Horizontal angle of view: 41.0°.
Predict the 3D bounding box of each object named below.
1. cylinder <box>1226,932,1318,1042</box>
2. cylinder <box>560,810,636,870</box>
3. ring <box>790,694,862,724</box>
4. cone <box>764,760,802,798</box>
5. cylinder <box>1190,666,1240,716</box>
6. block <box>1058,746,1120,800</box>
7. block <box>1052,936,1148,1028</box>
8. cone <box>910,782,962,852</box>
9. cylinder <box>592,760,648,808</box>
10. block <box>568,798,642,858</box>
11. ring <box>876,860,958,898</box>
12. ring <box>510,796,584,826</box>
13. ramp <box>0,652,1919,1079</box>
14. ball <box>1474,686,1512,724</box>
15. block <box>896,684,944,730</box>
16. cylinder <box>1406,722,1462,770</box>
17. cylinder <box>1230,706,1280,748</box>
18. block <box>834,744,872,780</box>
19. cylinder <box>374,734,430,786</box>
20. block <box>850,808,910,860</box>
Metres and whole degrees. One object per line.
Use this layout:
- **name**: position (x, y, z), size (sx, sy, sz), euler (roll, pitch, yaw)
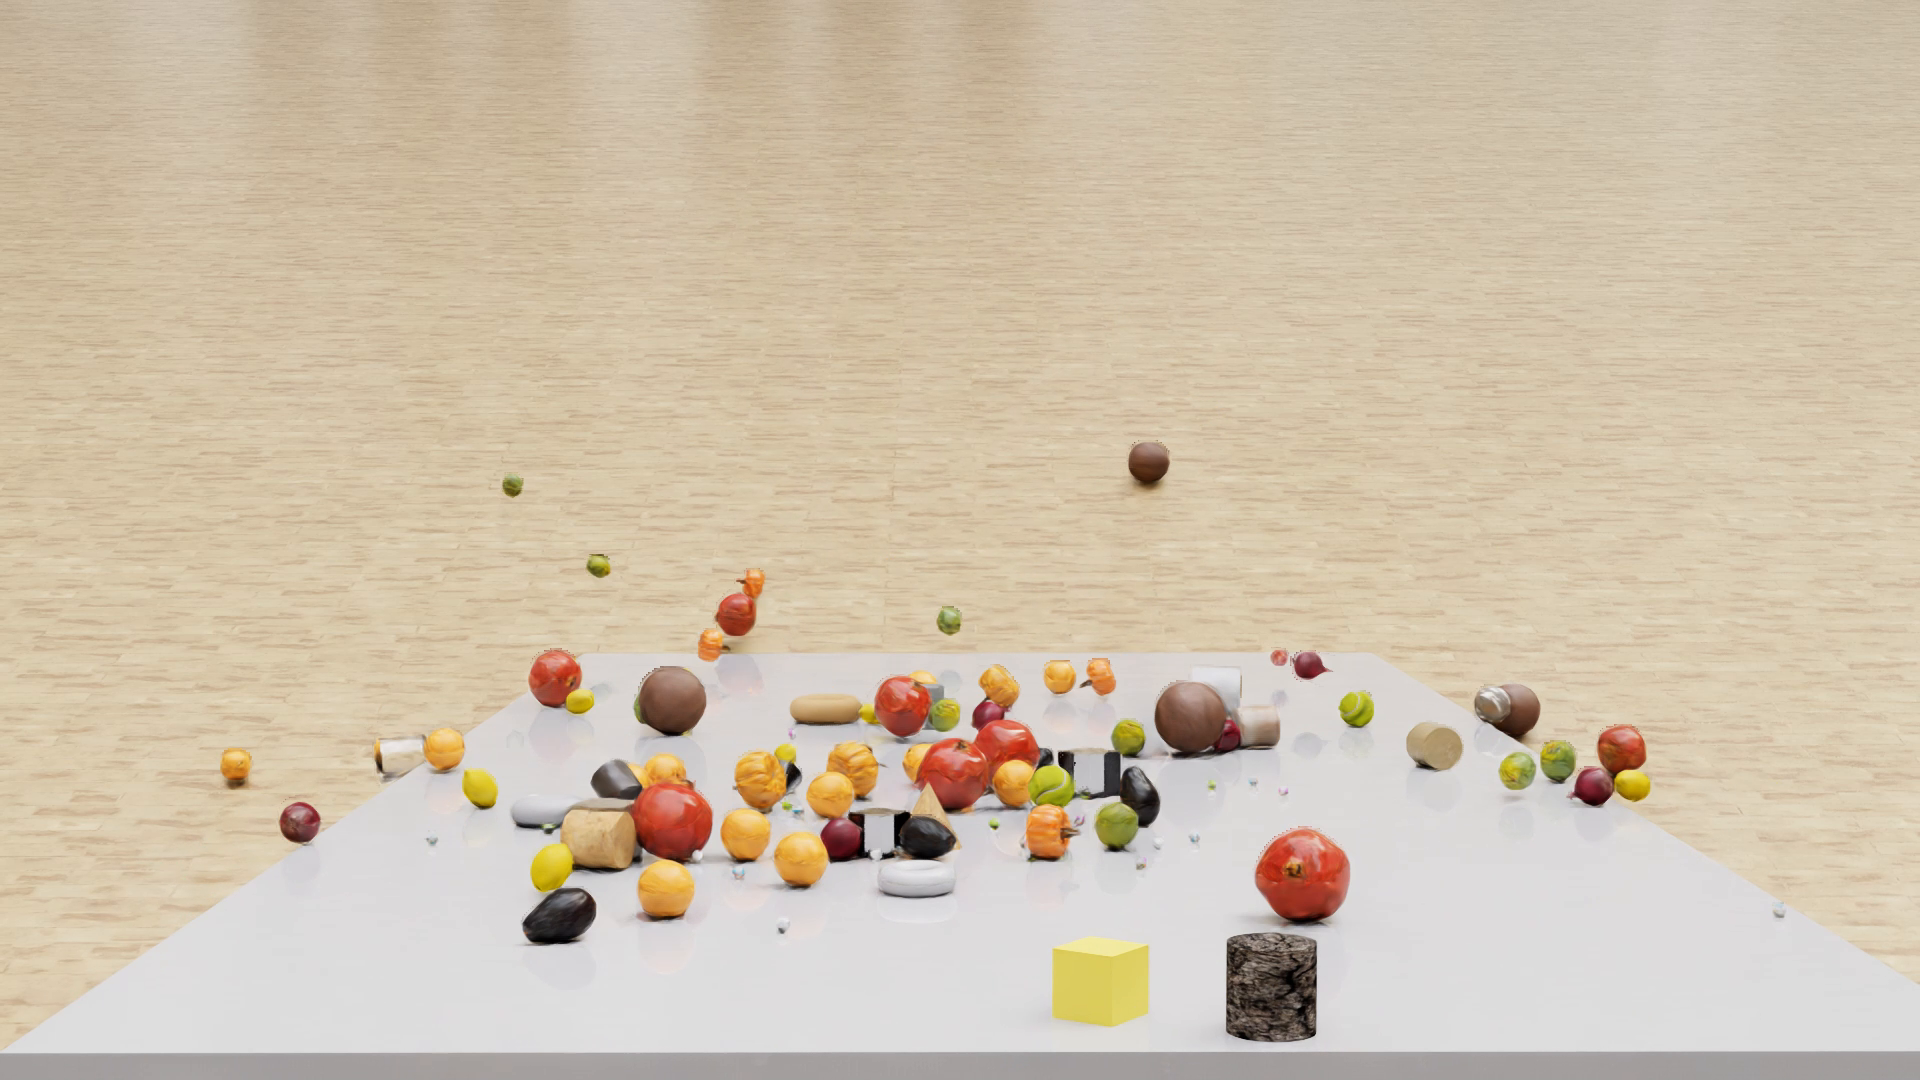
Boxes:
- **cylinder**: position (0.317, 0.454, 2.613), size (0.092, 0.092, 0.092), euler (0, 3, 0)
- **cylinder**: position (-0.496, 0.412, 3.524), size (0.079, 0.079, 0.079), euler (1, 21, 16)
- **ring**: position (-0.268, 0.339, 5.147), size (0.146, 0.049, 0.146), euler (1, 4, 0)
- **cone**: position (-0.292, 0.401, 4.170), size (0.063, 0.063, 0.063), euler (3, 30, 7)
- **cylinder**: position (0.519, 0.307, 5.217), size (0.097, 0.097, 0.097), euler (2, 21, 7)
- **block**: position (0.210, 0.379, 4.177), size (0.072, 0.072, 0.072), euler (-3, 4, -41)
- **block**: position (0.147, 0.460, 2.680), size (0.073, 0.073, 0.073), euler (2, 4, 35)
- **cone**: position (-0.046, 0.393, 3.692), size (0.097, 0.097, 0.097), euler (0, 3, 0)
- **cylinder**: position (-0.523, 0.383, 3.941), size (0.065, 0.065, 0.065), euler (-13, 40, -30)
- **block**: position (-0.497, 0.408, 3.606), size (0.078, 0.078, 0.078), euler (1, 3, 15)
- **ring**: position (-0.056, 0.442, 3.356), size (0.106, 0.035, 0.106), euler (-1, 4, 0)
- **ring**: position (-0.622, 0.411, 3.900), size (0.118, 0.039, 0.118), euler (-2, 0, 0)
- **ramp**: position (0.049, 0.446, 4.532), size (2.000, 0.100, 4.000), euler (0, 3, 0)
- **ball**: position (1.059, 0.328, 5.114), size (0.075, 0.075, 0.075), euler (0, 21, 0)
- **block**: position (-0.079, 0.327, 5.060), size (0.079, 0.079, 0.079), euler (1, 3, 10)
- **cylinder**: position (0.828, 0.360, 4.493), size (0.074, 0.074, 0.074), euler (-5, 4, -13)
- **cylinder**: position (0.546, 0.344, 4.749), size (0.074, 0.074, 0.074), euler (-3, 21, -9)
- **block**: position (-0.181, 0.377, 4.369), size (0.055, 0.055, 0.055), euler (-1, 3, -16)
- **cylinder**: position (-1.123, 0.442, 5.178), size (0.093, 0.093, 0.093), euler (-4, 21, -22)
- **block**: position (-0.114, 0.414, 3.632), size (0.061, 0.061, 0.061), euler (3, 4, 39)
